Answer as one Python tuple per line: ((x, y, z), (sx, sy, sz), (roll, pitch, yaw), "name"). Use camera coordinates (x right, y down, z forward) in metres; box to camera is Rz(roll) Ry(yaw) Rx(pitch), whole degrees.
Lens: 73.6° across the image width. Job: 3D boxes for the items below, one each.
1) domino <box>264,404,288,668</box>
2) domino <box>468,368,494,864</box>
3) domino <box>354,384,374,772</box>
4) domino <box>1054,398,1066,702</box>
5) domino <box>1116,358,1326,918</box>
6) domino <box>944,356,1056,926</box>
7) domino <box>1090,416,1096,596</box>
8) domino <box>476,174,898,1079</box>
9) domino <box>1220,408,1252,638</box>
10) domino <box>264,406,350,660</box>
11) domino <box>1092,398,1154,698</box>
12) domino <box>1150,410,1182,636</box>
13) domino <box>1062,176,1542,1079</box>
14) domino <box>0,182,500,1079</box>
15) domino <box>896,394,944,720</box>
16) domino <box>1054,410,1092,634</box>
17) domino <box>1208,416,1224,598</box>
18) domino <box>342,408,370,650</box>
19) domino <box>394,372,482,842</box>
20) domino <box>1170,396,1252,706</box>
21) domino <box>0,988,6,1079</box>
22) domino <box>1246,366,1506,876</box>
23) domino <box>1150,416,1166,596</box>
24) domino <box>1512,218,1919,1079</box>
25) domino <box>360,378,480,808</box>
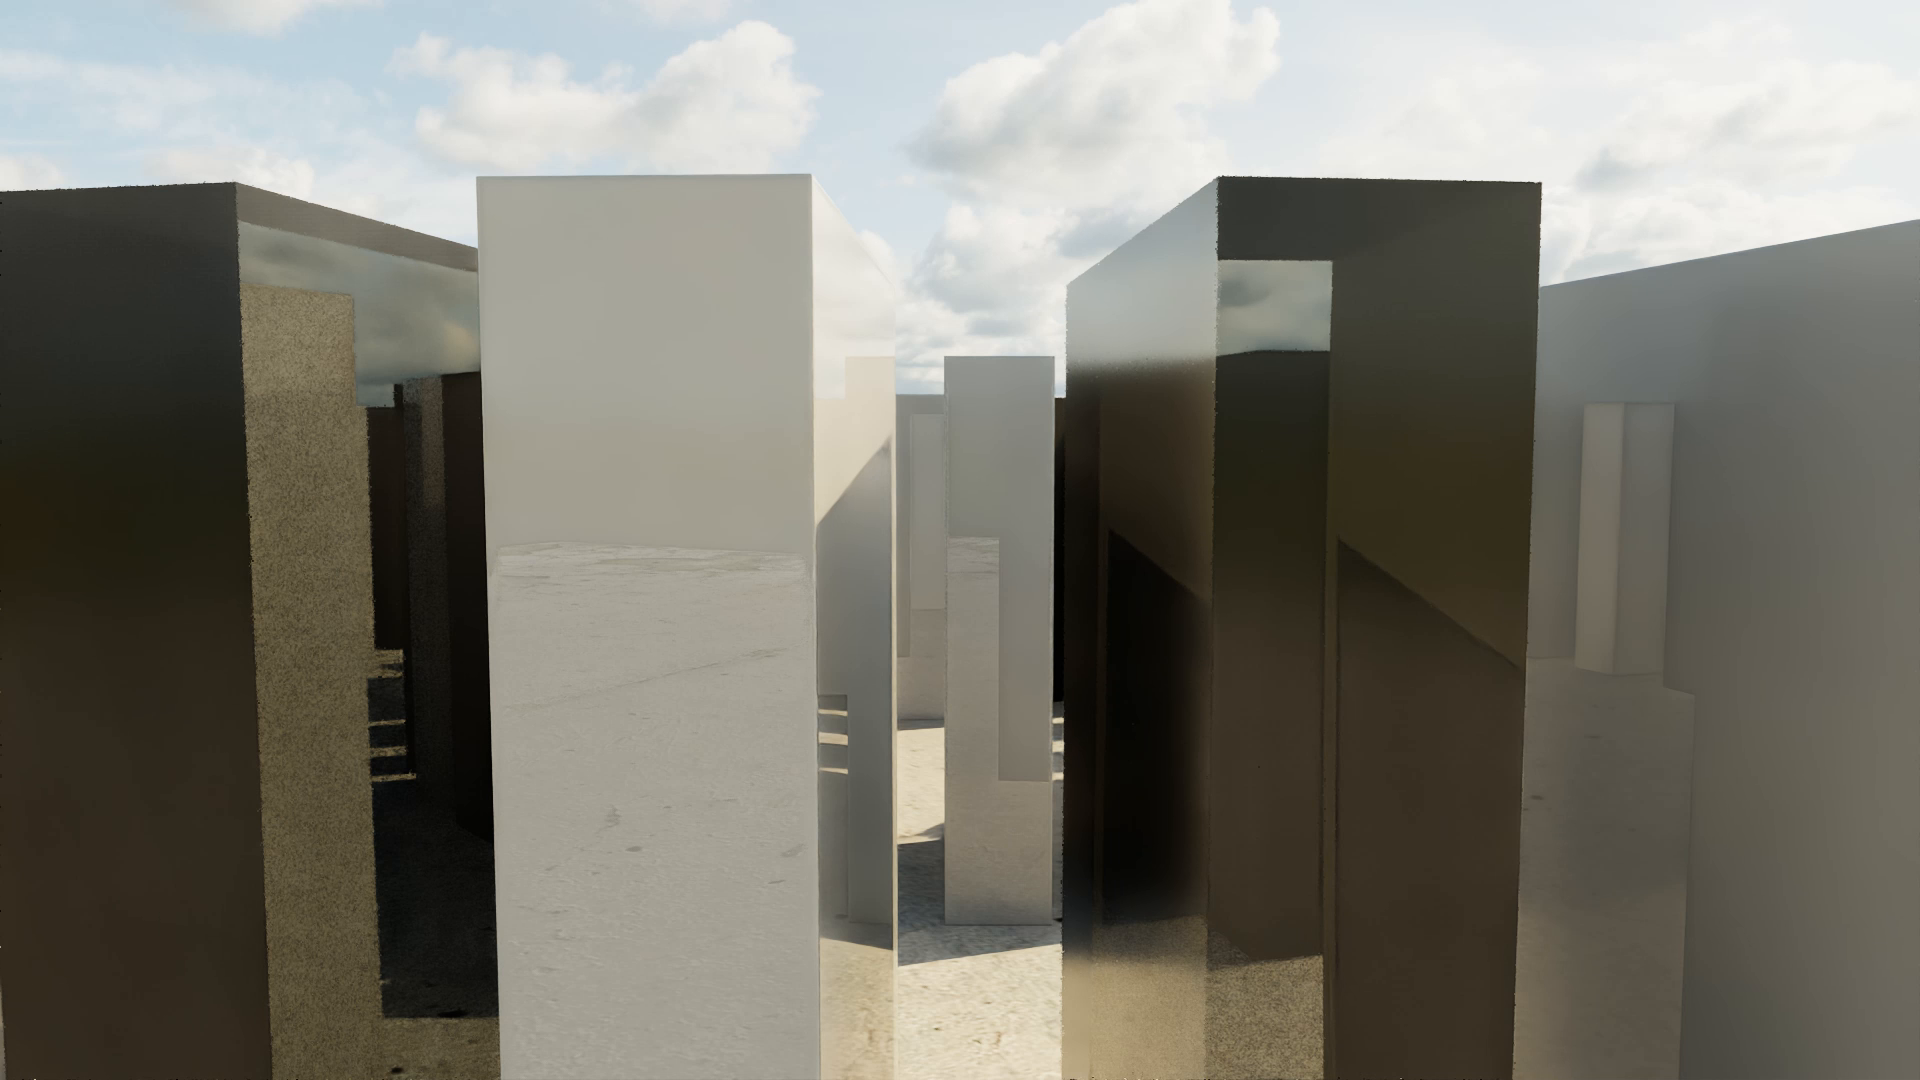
((-0.142, -0.001, 0.242), (0.025, 0.050, 0.010), (1, 4, 11), "domino")
((-0.037, 0.007, 0.136), (0.010, 0.050, 0.025), (3, 5, 37), "domino")
((-0.067, 0.004, 0.174), (0.025, 0.050, 0.010), (-2, 5, -23), "domino")
((0.007, 0.001, 0.219), (0.010, 0.050, 0.025), (-3, 5, -37), "domino")
((0.025, 0.008, 0.127), (0.009, 0.050, 0.025), (-1, 4, -15), "domino")
((0.003, 0.008, 0.124), (0.010, 0.050, 0.025), (0, 4, 0), "domino")
((0.039, -0.010, 0.371), (0.010, 0.050, 0.025), (0, 4, 4), "domino")
((-0.008, 0.014, 0.050), (0.009, 0.050, 0.025), (0, 4, 2), "domino")
((0.066, -0.004, 0.291), (0.009, 0.050, 0.025), (2, 5, 21), "domino")
((-0.138, -0.002, 0.259), (0.025, 0.050, 0.009), (2, 5, 19), "domino")
((0.029, 0.001, 0.226), (0.009, 0.050, 0.025), (1, 4, 8), "domino")
((0.046, -0.005, 0.297), (0.009, 0.050, 0.025), (1, 4, 12), "domino")
((0.011, 0.014, 0.051), (0.009, 0.050, 0.025), (0, 4, -5), "domino")
((-0.023, 0.014, 0.052), (0.009, 0.050, 0.025), (1, 4, 10), "domino")
((0.000, 0.002, 0.201), (0.025, 0.050, 0.010), (0, 4, 0), "domino")
((0.025, -0.005, 0.299), (0.009, 0.050, 0.025), (0, 4, 1), "domino")
((0.076, -0.010, 0.365), (0.009, 0.050, 0.025), (1, 4, 13), "domino")
((-0.131, -0.003, 0.274), (0.025, 0.050, 0.009), (2, 5, 27), "domino")
((-0.050, 0.006, 0.148), (0.025, 0.050, 0.009), (-4, 6, -43), "domino")
((0.045, 0.001, 0.220), (0.009, 0.050, 0.025), (2, 5, 29), "domino")
((-0.045, 0.013, 0.058), (0.009, 0.050, 0.025), (2, 5, 22), "domino")
((0.044, 0.007, 0.137), (0.009, 0.050, 0.025), (-4, 6, -41), "domino")
((0.054, -0.010, 0.369), (0.009, 0.050, 0.025), (1, 4, 7), "domino")
((0.035, 0.013, 0.054), (0.009, 0.050, 0.025), (-1, 4, -13), "domino")
((-0.059, 0.006, 0.159), (0.025, 0.050, 0.009), (-3, 5, -34), "domino")
